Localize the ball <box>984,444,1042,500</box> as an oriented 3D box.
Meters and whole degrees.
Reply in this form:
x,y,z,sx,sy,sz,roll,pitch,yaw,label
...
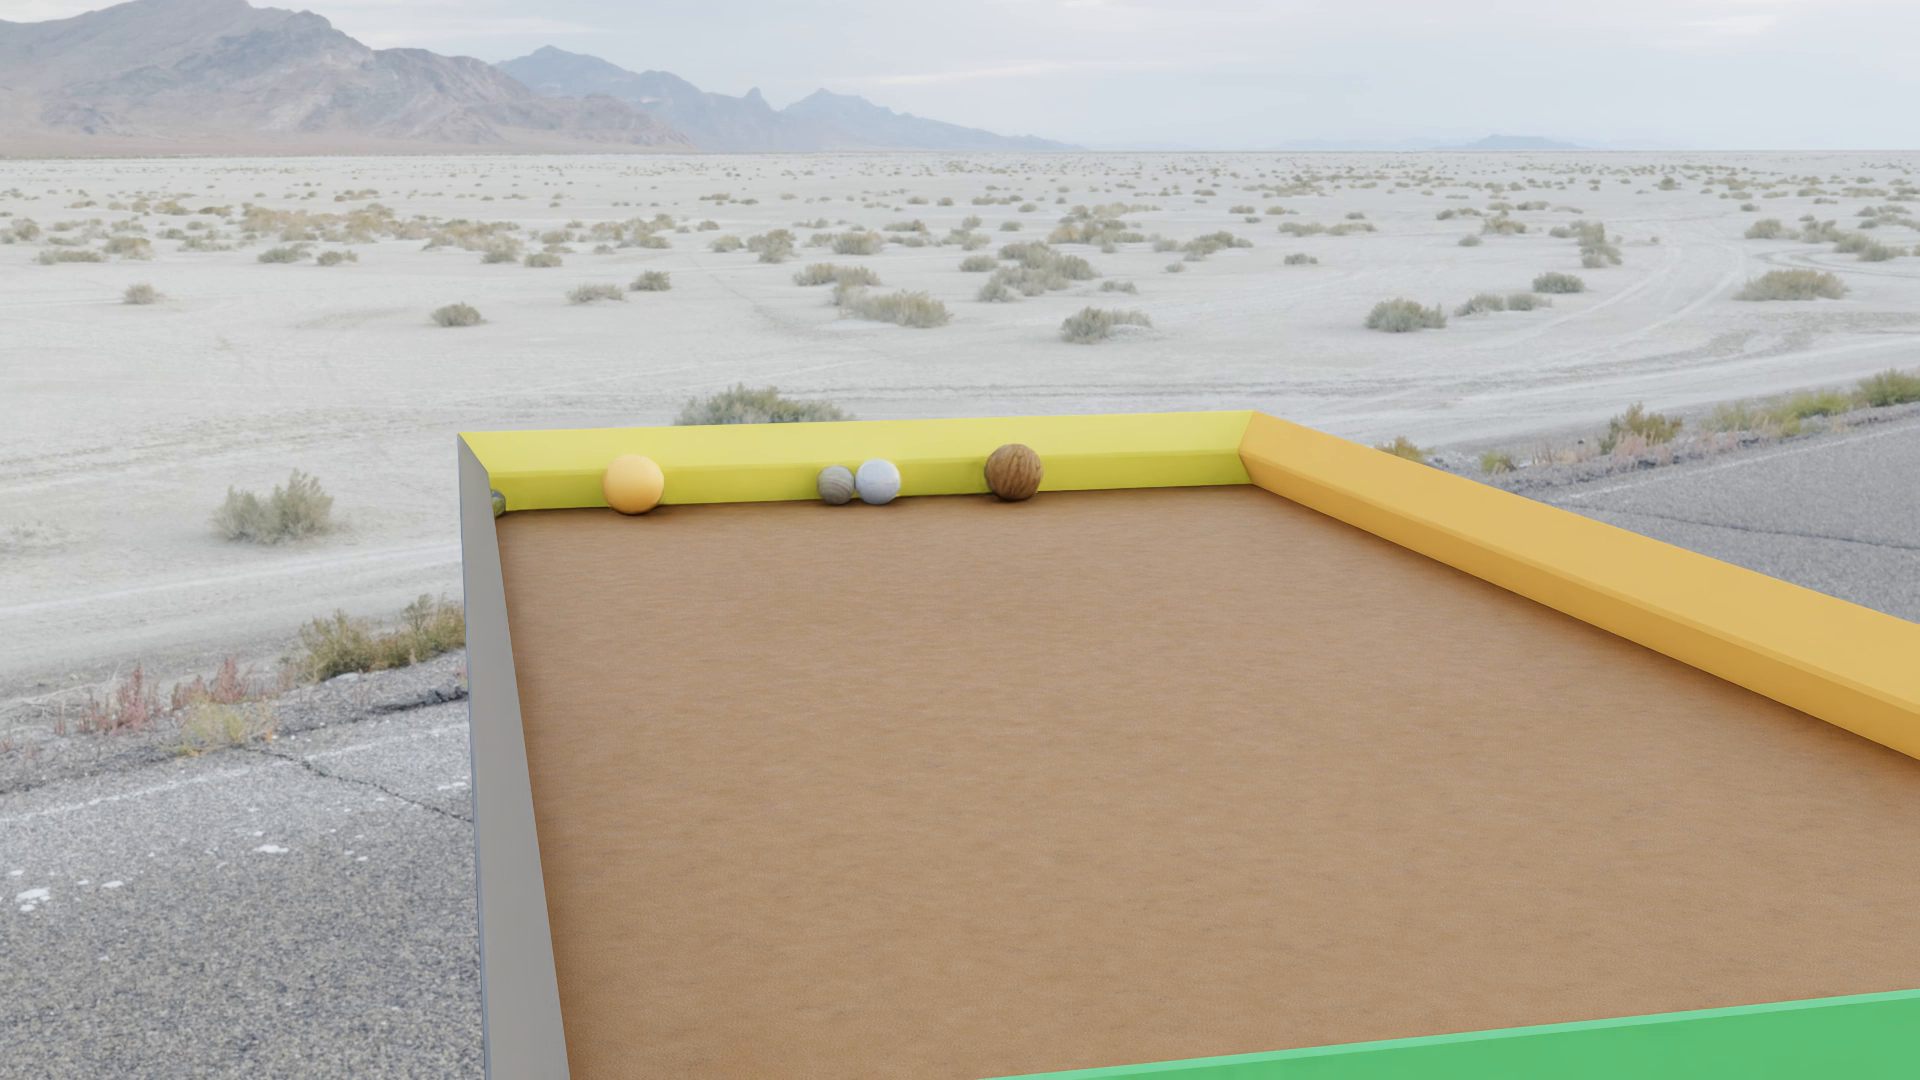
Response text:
x,y,z,sx,sy,sz,roll,pitch,yaw,label
0.088,-0.113,3.658,0.095,0.095,0.095,0,10,0,ball

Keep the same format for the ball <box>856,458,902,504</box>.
x,y,z,sx,sy,sz,roll,pitch,yaw,label
-0.134,-0.096,3.620,0.076,0.076,0.076,0,10,0,ball

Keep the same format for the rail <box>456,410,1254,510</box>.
x,y,z,sx,sy,sz,roll,pitch,yaw,label
-0.142,-0.132,3.672,1.357,0.127,0.045,-2,10,-13,rail

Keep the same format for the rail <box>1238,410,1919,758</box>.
x,y,z,sx,sy,sz,roll,pitch,yaw,label
0.785,0.061,2.583,0.045,0.127,2.619,-2,10,-13,rail

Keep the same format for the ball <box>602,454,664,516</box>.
x,y,z,sx,sy,sz,roll,pitch,yaw,label
-0.522,-0.089,3.516,0.098,0.098,0.098,0,10,0,ball

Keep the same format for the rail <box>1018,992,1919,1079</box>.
x,y,z,sx,sy,sz,roll,pitch,yaw,label
0.437,0.306,1.204,1.357,0.127,0.045,-2,10,-13,rail

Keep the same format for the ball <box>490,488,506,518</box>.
x,y,z,sx,sy,sz,roll,pitch,yaw,label
-0.744,-0.059,3.497,0.046,0.046,0.046,0,10,0,ball

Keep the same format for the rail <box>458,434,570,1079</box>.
x,y,z,sx,sy,sz,roll,pitch,yaw,label
-0.491,0.113,2.293,0.045,0.127,2.619,-2,10,-13,rail

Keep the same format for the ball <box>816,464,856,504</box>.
x,y,z,sx,sy,sz,roll,pitch,yaw,label
-0.205,-0.091,3.619,0.066,0.066,0.066,0,10,0,ball
